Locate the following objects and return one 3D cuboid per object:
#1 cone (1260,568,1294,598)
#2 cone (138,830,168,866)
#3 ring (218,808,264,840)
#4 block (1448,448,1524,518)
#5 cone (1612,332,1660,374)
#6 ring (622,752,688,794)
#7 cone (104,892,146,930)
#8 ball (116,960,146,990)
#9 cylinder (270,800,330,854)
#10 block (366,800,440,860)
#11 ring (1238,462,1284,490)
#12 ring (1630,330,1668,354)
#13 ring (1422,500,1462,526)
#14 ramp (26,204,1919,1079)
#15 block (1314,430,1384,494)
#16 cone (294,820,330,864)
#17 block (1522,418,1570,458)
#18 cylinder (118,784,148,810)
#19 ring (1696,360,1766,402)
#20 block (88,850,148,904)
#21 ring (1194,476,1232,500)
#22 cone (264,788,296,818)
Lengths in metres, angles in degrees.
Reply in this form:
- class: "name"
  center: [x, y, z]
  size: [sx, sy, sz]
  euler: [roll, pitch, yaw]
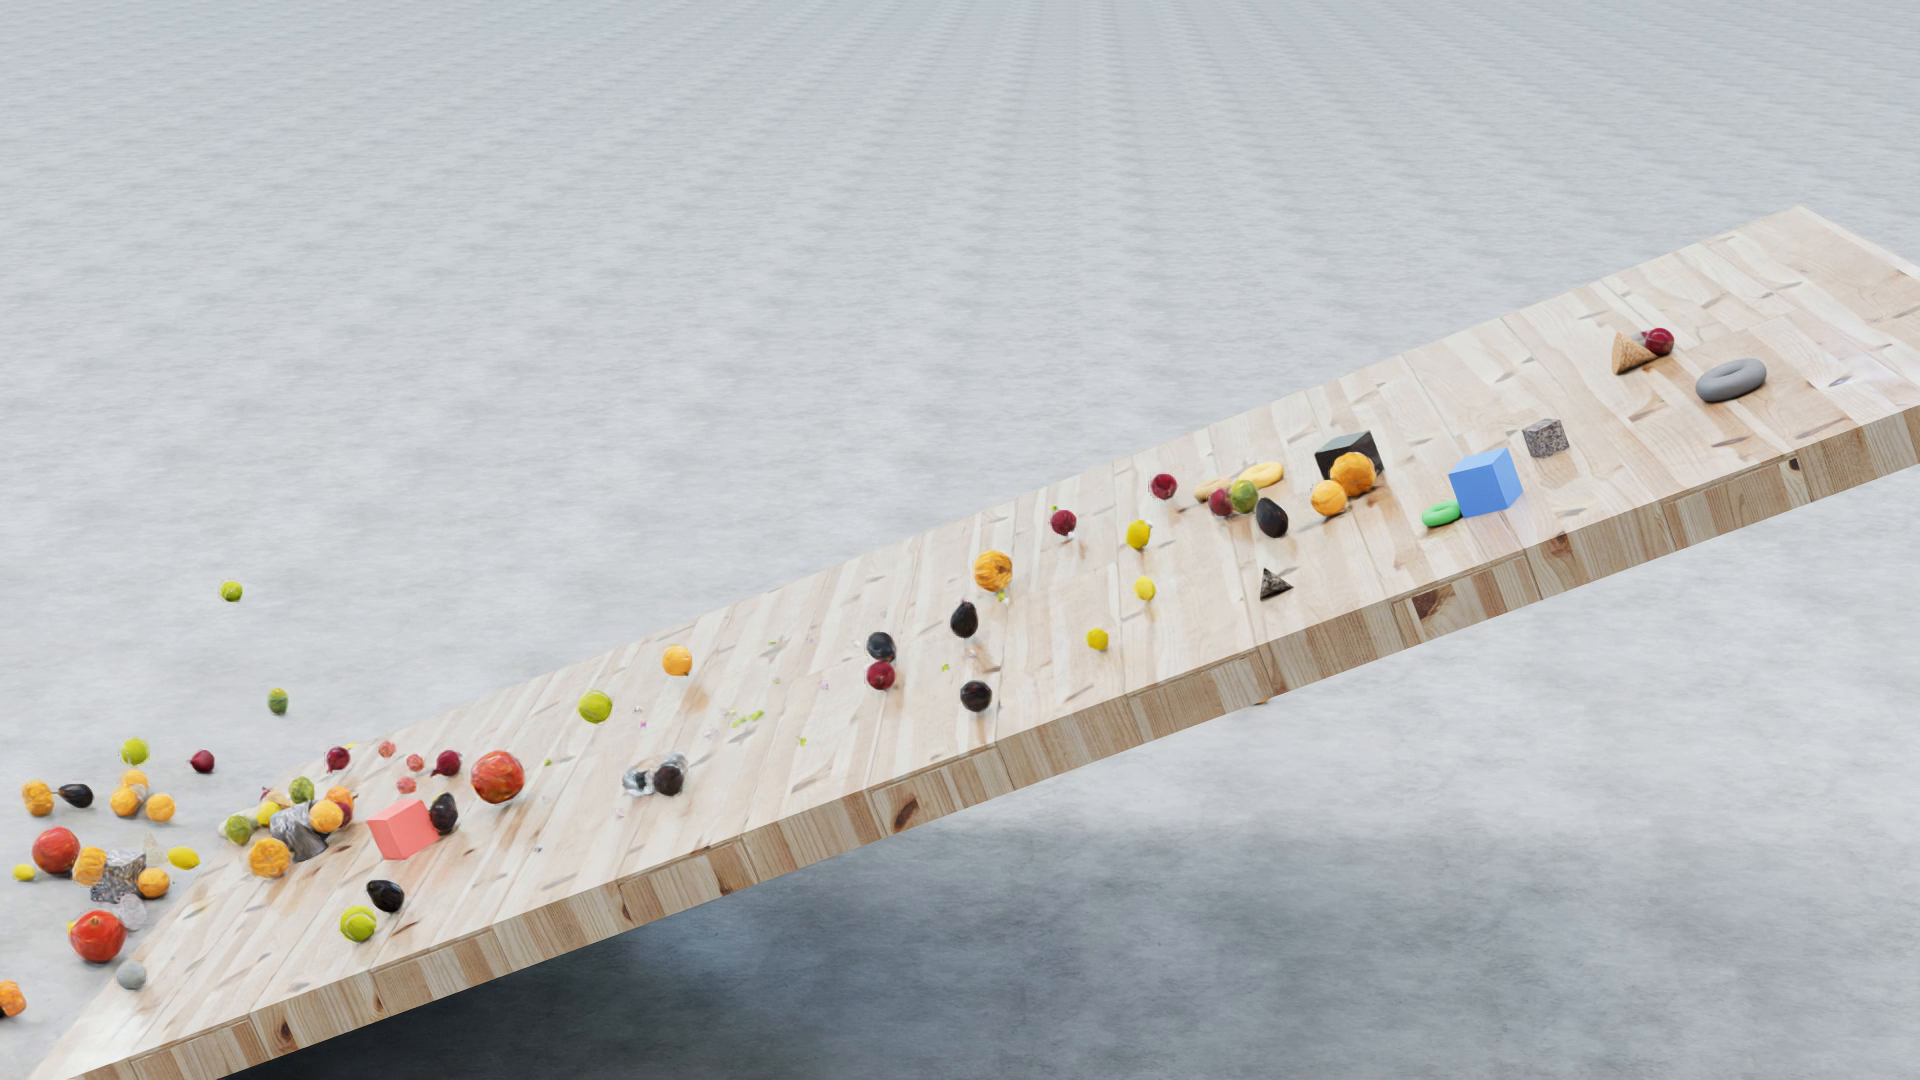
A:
- class: "cone"
  center: [0.598, 0.085, 5.523]
  size: [0.061, 0.061, 0.061]
  euler: [7, 15, 8]
- class: "cone"
  center: [-1.959, 0.737, 7.106]
  size: [0.082, 0.082, 0.082]
  euler: [0, 14, 0]
- class: "ring"
  center: [-1.714, 0.676, 7.014]
  size: [0.117, 0.039, 0.117]
  euler: [-22, 11, 5]
- class: "block"
  center: [0.987, -0.107, 5.524]
  size: [0.091, 0.091, 0.091]
  euler: [-14, 14, 34]
- class: "cone"
  center: [1.412, -0.385, 6.122]
  size: [0.089, 0.089, 0.089]
  euler: [5, 14, 0]
- class: "ring"
  center: [-0.615, 0.470, 5.936]
  size: [0.143, 0.048, 0.143]
  euler: [-20, 12, 4]
- class: "cone"
  center: [-1.913, 0.856, 6.684]
  size: [0.088, 0.088, 0.088]
  euler: [-19, 6, 22]
- class: "ball"
  center: [-1.684, 0.885, 5.977]
  size: [0.061, 0.061, 0.061]
  euler: [0, 14, 0]
- class: "cylinder"
  center: [-1.480, 0.643, 6.597]
  size: [0.097, 0.097, 0.097]
  euler: [-19, 10, 12]
- class: "block"
  center: [-1.176, 0.610, 6.205]
  size: [0.094, 0.094, 0.094]
  euler: [-31, 15, -36]
- class: "ring"
  center: [0.654, -0.138, 6.399]
  size: [0.105, 0.035, 0.105]
  euler: [-20, 13, 5]
- class: "ring"
  center: [1.443, -0.413, 6.207]
  size: [0.107, 0.036, 0.107]
  euler: [-20, 13, 5]
- class: "ring"
  center: [0.913, -0.050, 5.561]
  size: [0.083, 0.028, 0.083]
  euler: [-20, 12, 4]
- class: "ramp"
  center: [0.121, 0.174, 6.292]
  size: [4.000, 0.100, 2.000]
  euler: [-20, 12, 7]
- class: "block"
  center: [0.807, -0.163, 6.095]
  size: [0.090, 0.090, 0.090]
  euler: [-12, 16, 41]
- class: "cone"
  center: [-1.455, 0.657, 6.516]
  size: [0.086, 0.086, 0.086]
  euler: [-21, 12, 5]
- class: "block"
  center: [1.142, -0.198, 5.734]
  size: [0.058, 0.058, 0.058]
  euler: [-25, 12, -13]
- class: "cylinder"
  center: [-2.110, 0.655, 7.507]
  size: [0.053, 0.053, 0.053]
  euler: [5, 14, 21]
- class: "ring"
  center: [1.479, -0.307, 5.643]
  size: [0.137, 0.046, 0.137]
  euler: [-22, 13, 5]
- class: "block"
  center: [-1.966, 0.787, 6.872]
  size: [0.094, 0.094, 0.094]
  euler: [3, 14, 13]
- class: "ring"
  center: [0.556, -0.114, 6.476]
  size: [0.089, 0.030, 0.089]
  euler: [-22, 11, 4]
- class: "cone"
  center: [-1.608, 0.635, 7.016]
  size: [0.075, 0.075, 0.075]
  euler: [9, 15, 11]
